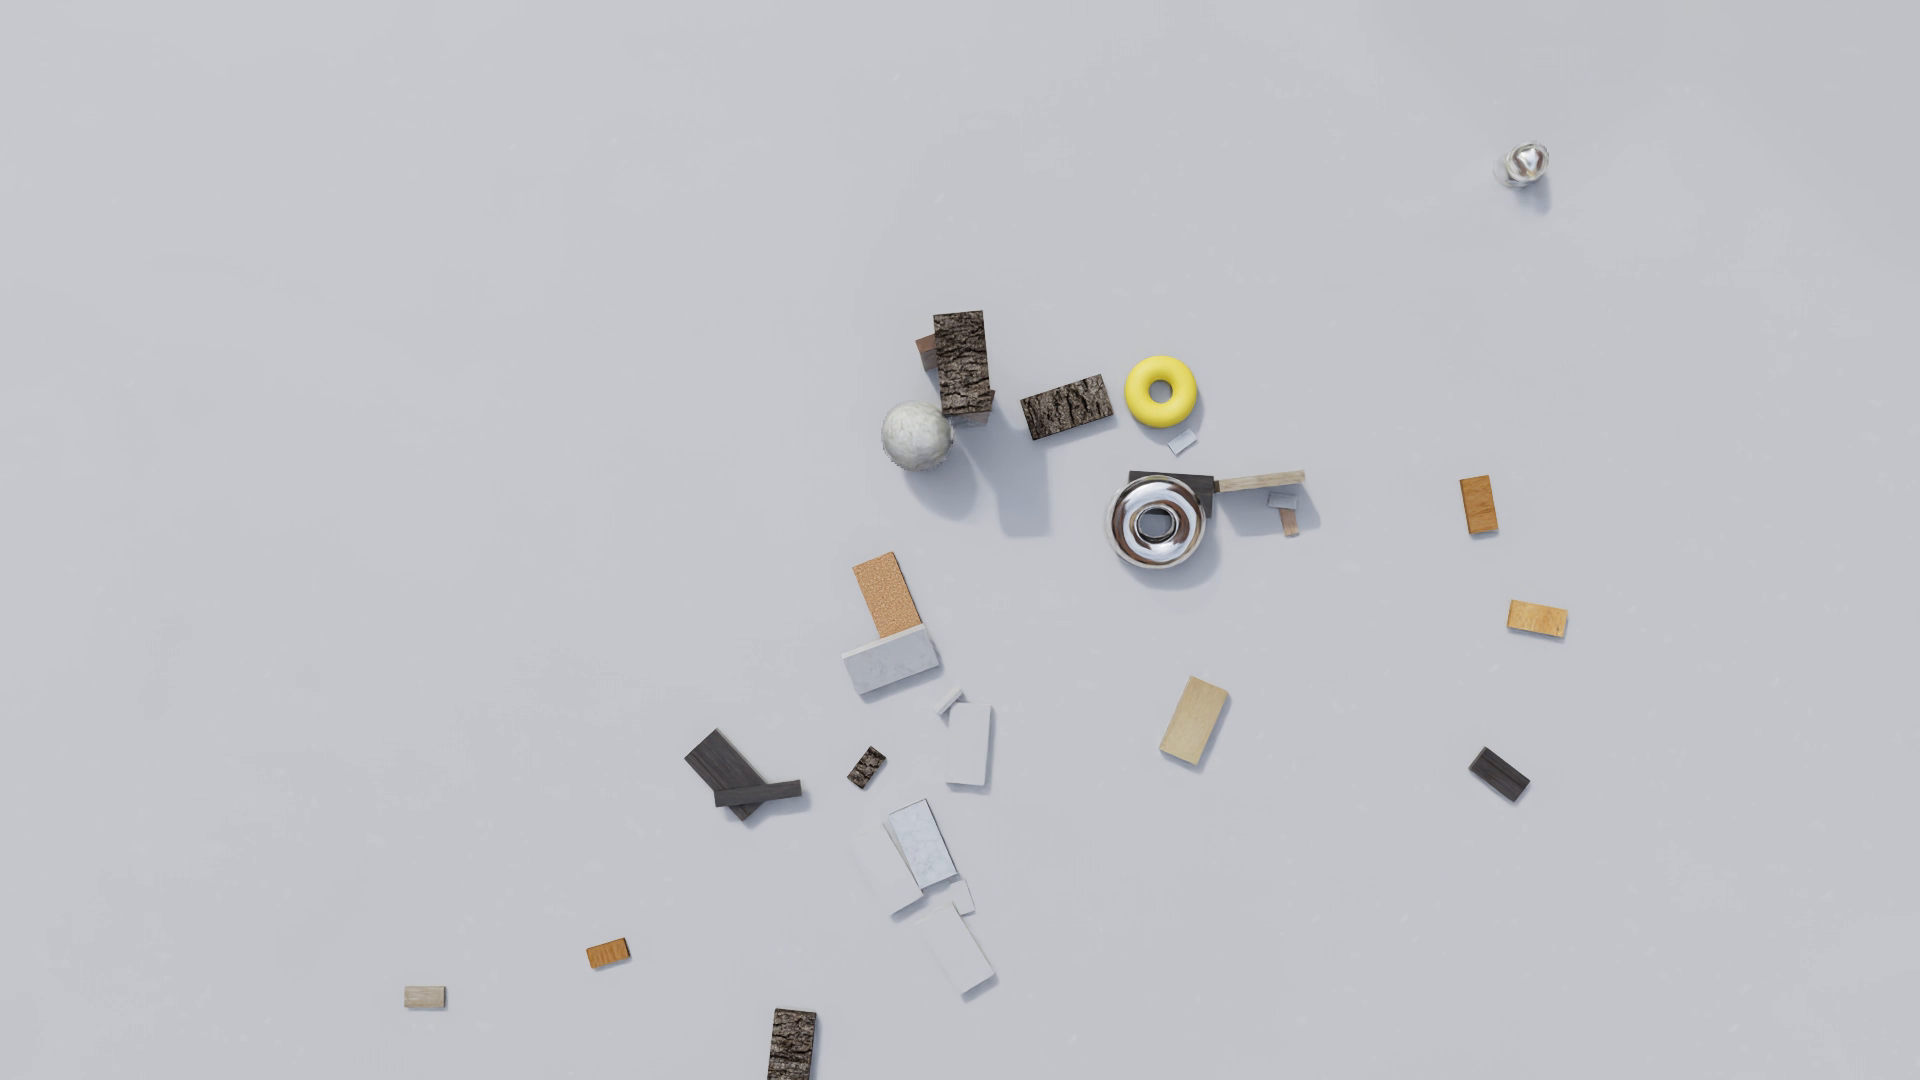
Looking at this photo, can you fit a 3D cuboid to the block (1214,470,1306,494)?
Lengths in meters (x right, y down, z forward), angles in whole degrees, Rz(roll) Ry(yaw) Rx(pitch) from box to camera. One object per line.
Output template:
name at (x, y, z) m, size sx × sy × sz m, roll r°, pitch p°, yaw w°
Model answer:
block at (0.983, -0.192, 5.430) m, size 0.280 × 0.140 × 0.040 m, roll -7°, pitch 90°, yaw 0°

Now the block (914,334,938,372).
block at (-0.057, -0.622, 5.342) m, size 0.157 × 0.313 × 0.044 m, roll -21°, pitch 85°, yaw 0°

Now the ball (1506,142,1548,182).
ball at (1.867, -1.244, 5.435) m, size 0.130 × 0.130 × 0.130 m, roll 0°, pitch 90°, yaw 0°

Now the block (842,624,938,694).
block at (-0.230, 0.394, 5.454) m, size 0.288 × 0.041 × 0.144 m, roll -21°, pitch 112°, yaw 0°

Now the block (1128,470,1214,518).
block at (0.697, -0.152, 5.480) m, size 0.280 × 0.040 × 0.140 m, roll 4°, pitch 90°, yaw 0°

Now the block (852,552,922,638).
block at (-0.237, 0.197, 5.480) m, size 0.144 × 0.041 × 0.288 m, roll -22°, pitch 90°, yaw 0°

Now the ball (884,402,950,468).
ball at (-0.142, -0.343, 5.390) m, size 0.220 × 0.220 × 0.220 m, roll 0°, pitch 90°, yaw 0°

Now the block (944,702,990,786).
block at (0.025, 0.675, 5.481) m, size 0.133 × 0.038 × 0.266 m, roll 5°, pitch 90°, yaw 0°

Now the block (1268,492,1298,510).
block at (1.074, -0.128, 5.485) m, size 0.091 × 0.013 × 0.045 m, roll 7°, pitch 78°, yaw 4°

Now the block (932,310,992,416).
block at (0.008, -0.553, 5.162) m, size 0.157 × 0.044 × 0.313 m, roll -5°, pitch 90°, yaw 0°

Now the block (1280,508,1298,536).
block at (1.095, -0.064, 5.494) m, size 0.045 × 0.013 × 0.091 m, roll -13°, pitch 90°, yaw 0°

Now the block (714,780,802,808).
block at (-0.668, 0.838, 5.452) m, size 0.288 × 0.015 × 0.054 m, roll -8°, pitch 90°, yaw 0°

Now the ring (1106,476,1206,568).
ring at (0.643, -0.057, 5.415) m, size 0.325 × 0.108 × 0.325 m, roll 1°, pitch 112°, yaw 2°

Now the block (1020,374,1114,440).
block at (0.355, -0.442, 5.480) m, size 0.280 × 0.040 × 0.140 m, roll -18°, pitch 90°, yaw 0°

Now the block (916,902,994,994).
block at (-0.014, 1.356, 5.481) m, size 0.136 × 0.039 × 0.272 m, roll -31°, pitch 90°, yaw 0°

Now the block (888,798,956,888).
block at (-0.123, 1.009, 5.481) m, size 0.133 × 0.038 × 0.266 m, roll -23°, pitch 90°, yaw 0°

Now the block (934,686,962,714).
block at (-0.039, 0.531, 5.472) m, size 0.108 × 0.054 × 0.015 m, roll -45°, pitch 108°, yaw 0°

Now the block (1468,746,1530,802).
block at (1.794, 0.780, 5.487) m, size 0.183 × 0.026 × 0.091 m, roll 37°, pitch 90°, yaw 0°

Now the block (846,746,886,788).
block at (-0.312, 0.757, 5.491) m, size 0.065 × 0.018 × 0.131 m, roll 37°, pitch 90°, yaw 0°

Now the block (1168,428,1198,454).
block at (0.740, -0.329, 5.494) m, size 0.091 × 0.013 × 0.045 m, roll -36°, pitch 90°, yaw 0°

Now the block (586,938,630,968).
block at (-1.172, 1.375, 5.491) m, size 0.131 × 0.018 × 0.065 m, roll -17°, pitch 90°, yaw 0°

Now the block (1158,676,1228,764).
block at (0.776, 0.598, 5.481) m, size 0.133 × 0.038 × 0.266 m, roll 24°, pitch 90°, yaw 0°

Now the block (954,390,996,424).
block at (0.025, -0.449, 5.342) m, size 0.157 × 0.313 × 0.044 m, roll 15°, pitch 82°, yaw 0°

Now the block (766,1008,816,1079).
block at (-0.562, 1.704, 5.481) m, size 0.136 × 0.039 × 0.272 m, roll 6°, pitch 90°, yaw 0°

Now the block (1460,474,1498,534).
block at (1.726, -0.119, 5.487) m, size 0.091 × 0.026 × 0.183 m, roll -10°, pitch 90°, yaw 0°

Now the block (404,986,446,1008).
block at (-1.782, 1.520, 5.491) m, size 0.131 × 0.018 × 0.065 m, roll 0°, pitch 90°, yaw 0°

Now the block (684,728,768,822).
block at (-0.765, 0.779, 5.480) m, size 0.144 × 0.041 × 0.288 m, roll -43°, pitch 90°, yaw 0°

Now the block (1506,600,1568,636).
block at (1.920, 0.260, 5.487) m, size 0.183 × 0.026 × 0.091 m, roll 11°, pitch 90°, yaw 0°

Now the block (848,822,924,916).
block at (-0.247, 1.094, 5.481) m, size 0.136 × 0.039 × 0.272 m, roll -30°, pitch 90°, yaw 0°

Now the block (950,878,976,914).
block at (0.008, 1.188, 5.492) m, size 0.054 × 0.015 × 0.108 m, roll -18°, pitch 90°, yaw 0°

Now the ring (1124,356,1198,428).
ring at (0.665, -0.492, 5.461) m, size 0.240 × 0.080 × 0.240 m, roll 0°, pitch 89°, yaw 0°
